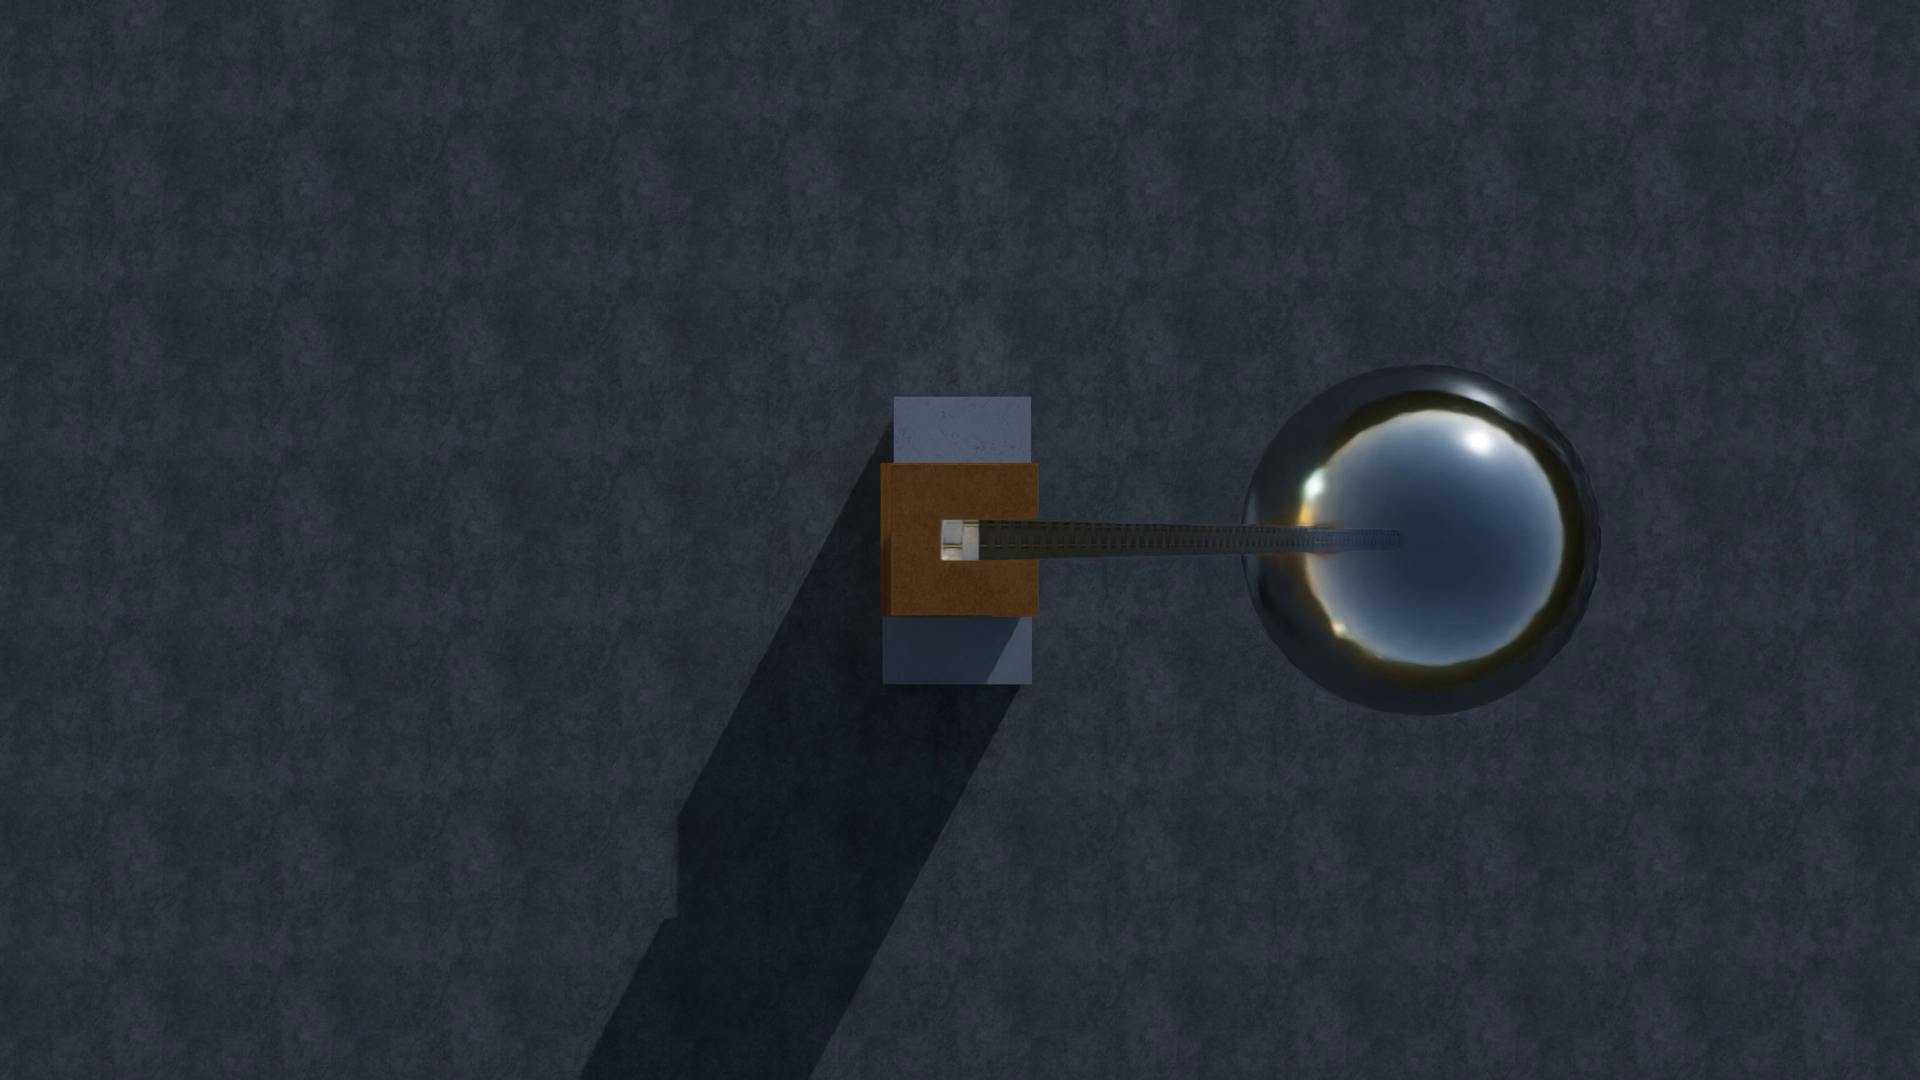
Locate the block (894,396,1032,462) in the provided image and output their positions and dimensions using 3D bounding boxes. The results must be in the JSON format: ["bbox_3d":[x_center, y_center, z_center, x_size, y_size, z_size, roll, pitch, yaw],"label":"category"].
[{"bbox_3d":[0.014,-0.420,12.578,0.760,0.844,0.745,0,90,0],"label":"block"}]

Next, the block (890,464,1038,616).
[{"bbox_3d":[0.016,0.000,8.876,0.570,0.635,0.584,0,90,0],"label":"block"}]

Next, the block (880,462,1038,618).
[{"bbox_3d":[-0.002,0.000,9.905,0.690,0.634,0.672,0,90,0],"label":"block"}]

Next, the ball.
[{"bbox_3d":[2.074,0.000,9.965,1.600,1.600,1.600,0,90,0],"label":"ball"}]

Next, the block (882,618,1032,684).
[{"bbox_3d":[-0.016,0.378,12.549,0.821,0.902,0.831,0,90,0],"label":"block"}]

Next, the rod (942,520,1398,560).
[{"bbox_3d":[0.899,0.000,6.775,0.080,5.200,0.080,0,90,20],"label":"rod"}]
